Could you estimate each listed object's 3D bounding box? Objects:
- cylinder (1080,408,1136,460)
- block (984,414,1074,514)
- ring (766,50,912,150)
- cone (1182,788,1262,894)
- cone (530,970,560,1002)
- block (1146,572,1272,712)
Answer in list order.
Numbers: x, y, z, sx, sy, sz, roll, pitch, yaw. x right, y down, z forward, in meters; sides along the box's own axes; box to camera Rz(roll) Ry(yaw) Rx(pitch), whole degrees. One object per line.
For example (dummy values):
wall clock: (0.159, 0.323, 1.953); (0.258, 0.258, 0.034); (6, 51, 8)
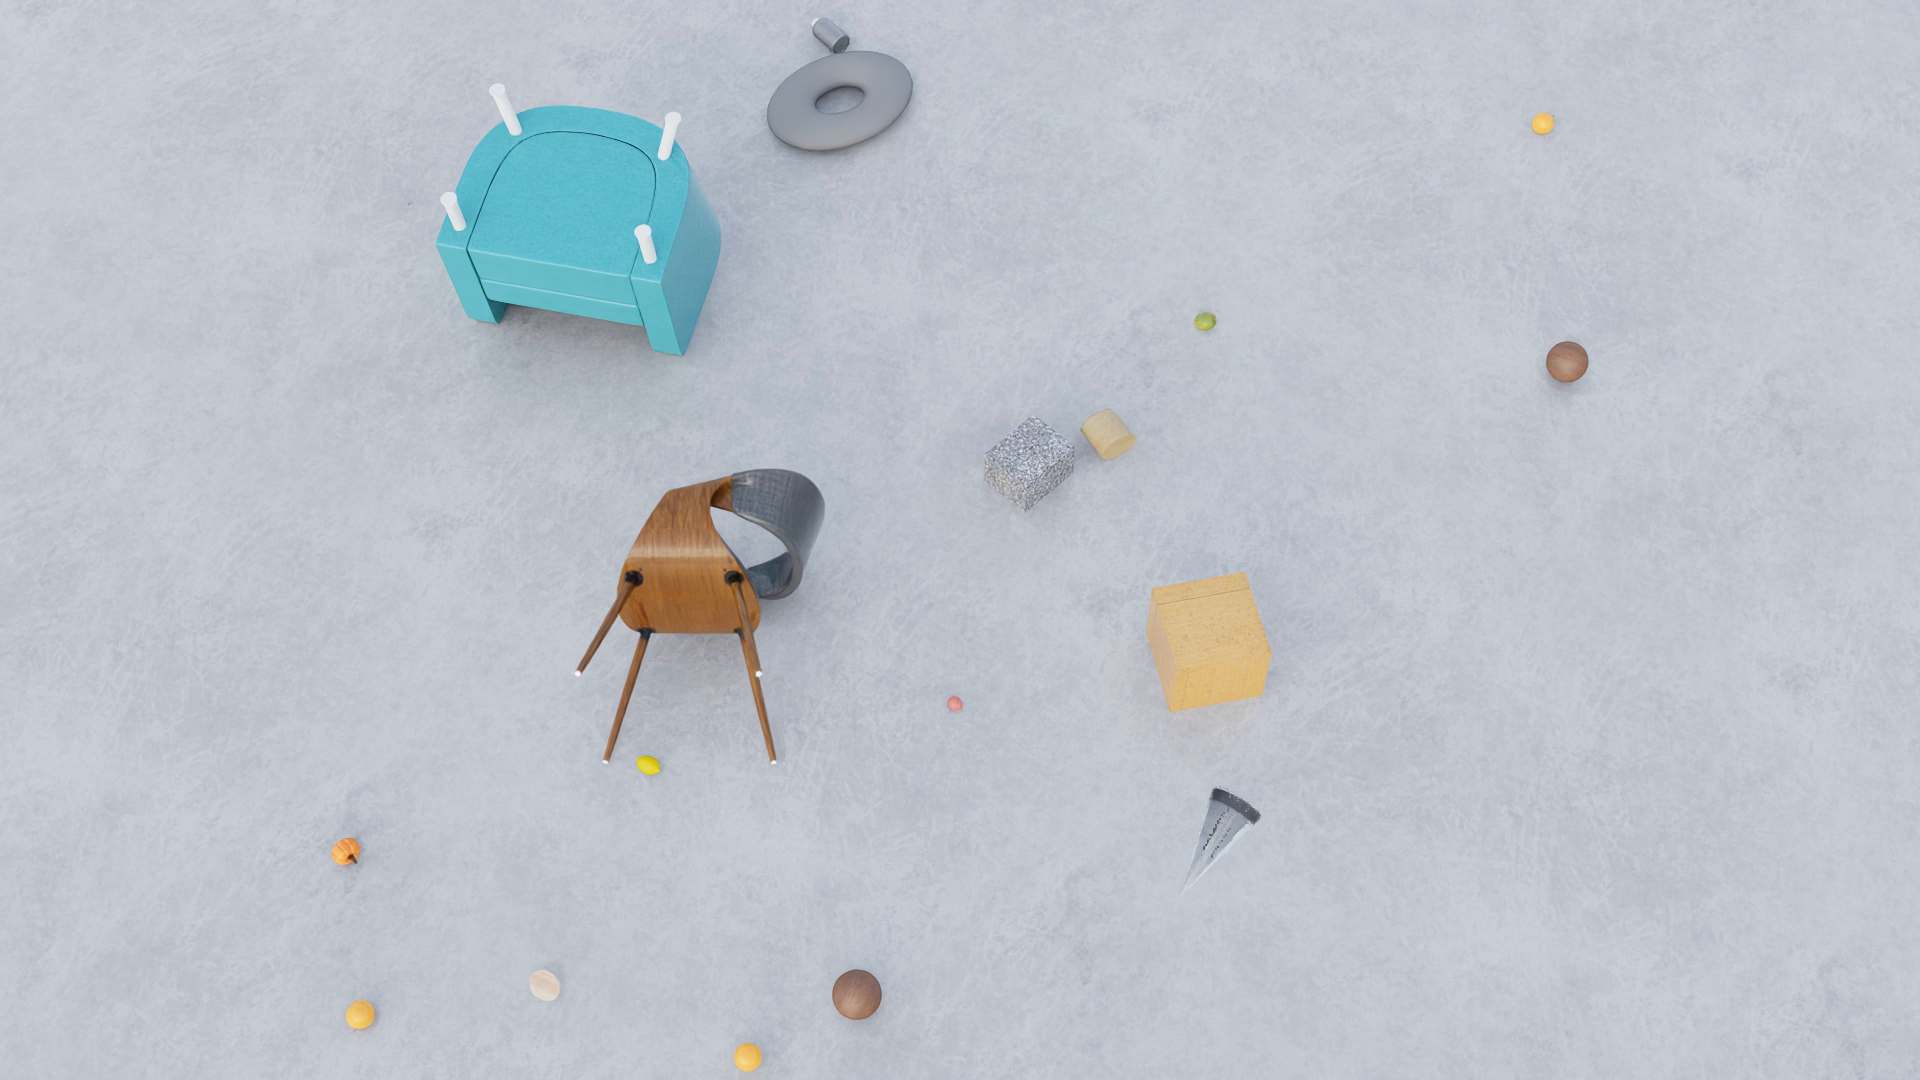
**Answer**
cylinder: (0.455, -0.325, 6.734); (0.128, 0.095, 0.119); (-23, 59, -24)
block: (0.209, -0.231, 6.646); (0.210, 0.137, 0.172); (-40, 65, -23)
ring: (-0.411, -1.507, 7.531); (0.540, 0.092, 0.401); (-31, 61, -18)
cone: (0.676, 0.840, 5.965); (0.299, 0.148, 0.162); (-56, 27, -14)
cone: (-1.081, 1.164, 5.775); (0.090, 0.041, 0.084); (22, 103, 14)
block: (0.701, 0.290, 6.236); (0.271, 0.238, 0.273); (-10, 57, -6)
